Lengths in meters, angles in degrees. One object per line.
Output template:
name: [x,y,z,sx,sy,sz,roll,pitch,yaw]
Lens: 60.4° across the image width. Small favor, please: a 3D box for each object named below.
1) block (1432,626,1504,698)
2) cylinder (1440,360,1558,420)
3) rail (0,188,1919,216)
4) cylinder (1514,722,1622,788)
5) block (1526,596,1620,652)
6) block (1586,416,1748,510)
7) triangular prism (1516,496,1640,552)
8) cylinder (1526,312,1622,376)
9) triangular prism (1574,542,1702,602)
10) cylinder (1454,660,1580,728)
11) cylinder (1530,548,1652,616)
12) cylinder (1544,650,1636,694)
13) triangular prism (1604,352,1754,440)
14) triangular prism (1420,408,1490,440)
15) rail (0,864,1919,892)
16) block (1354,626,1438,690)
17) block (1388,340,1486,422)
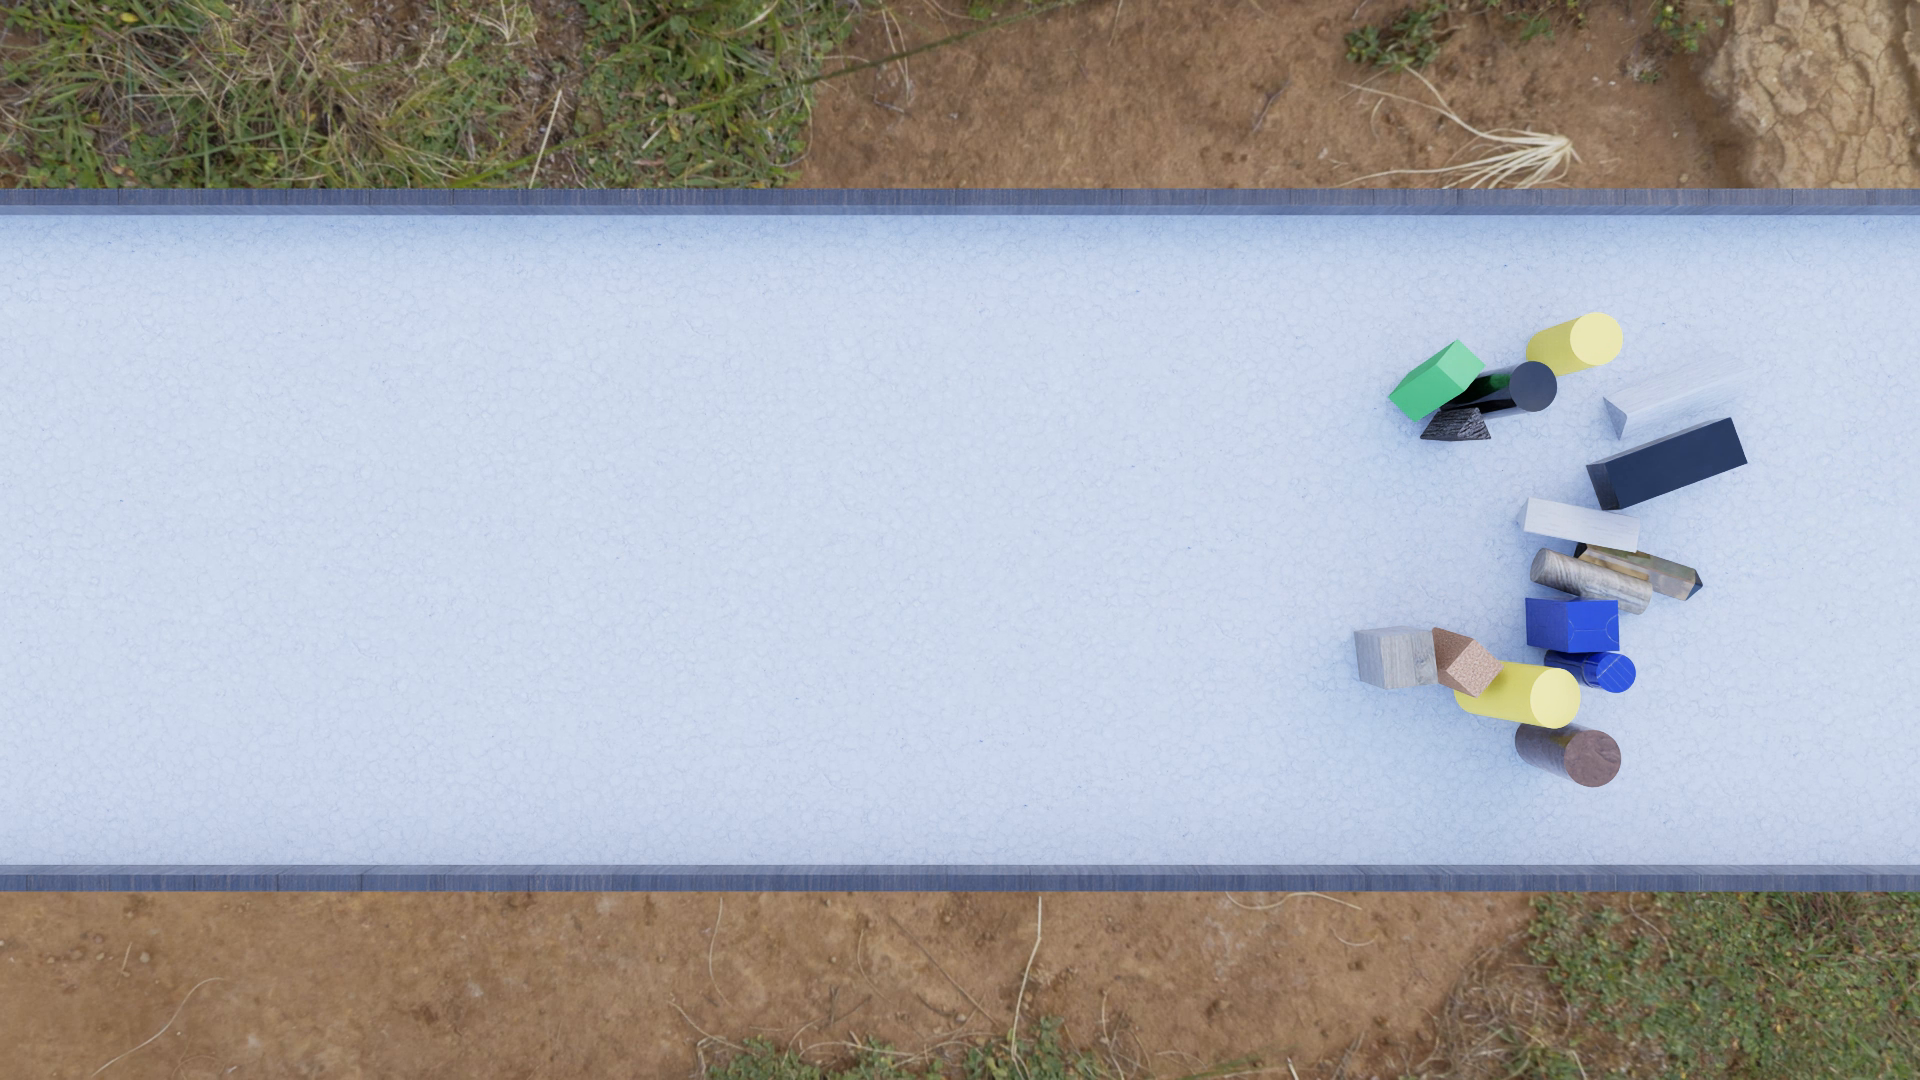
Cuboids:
block: [1.474,0.362,4.912,0.123,0.320,0.123,41,90,-5]
cylinder: [1.570,-0.428,4.839,0.143,0.459,0.143,0,90,-8]
rail: [-2.247,-1.025,5.002,12.000,0.150,0.050,0,90,0]
cylinder: [1.789,0.618,4.870,0.163,0.413,0.163,0,90,0]
block: [1.815,0.248,4.902,0.146,0.349,0.146,-2,90,0]
block: [2.140,-0.230,5.002,0.403,0.149,0.149,-20,90,0]
triangular prism: [1.878,-0.032,5.007,0.345,0.106,0.091,11,54,0]
cylinder: [1.818,-0.574,4.893,0.151,0.367,0.151,0,90,0]
triangular prism: [2.071,0.083,5.029,0.368,0.089,0.103,18,90,0]
cylinder: [1.642,0.449,4.877,0.173,0.362,0.173,0,91,-18]
cylinder: [1.921,0.126,5.022,0.336,0.109,0.109,18,90,0]
cylinder: [1.854,0.376,4.868,0.112,0.416,0.112,0,90,0]
triangular prism: [2.192,-0.443,5.012,0.405,0.123,0.142,-20,90,0]
triangular prism: [1.479,-0.346,4.919,0.100,0.306,0.087,5,92,-4]
rail: [-2.247,1.025,5.001,12.000,0.150,0.050,0,90,0]
block: [1.297,0.348,4.919,0.153,0.314,0.153,-7,90,0]
block: [1.418,-0.472,4.916,0.113,0.301,0.113,43,71,0]
